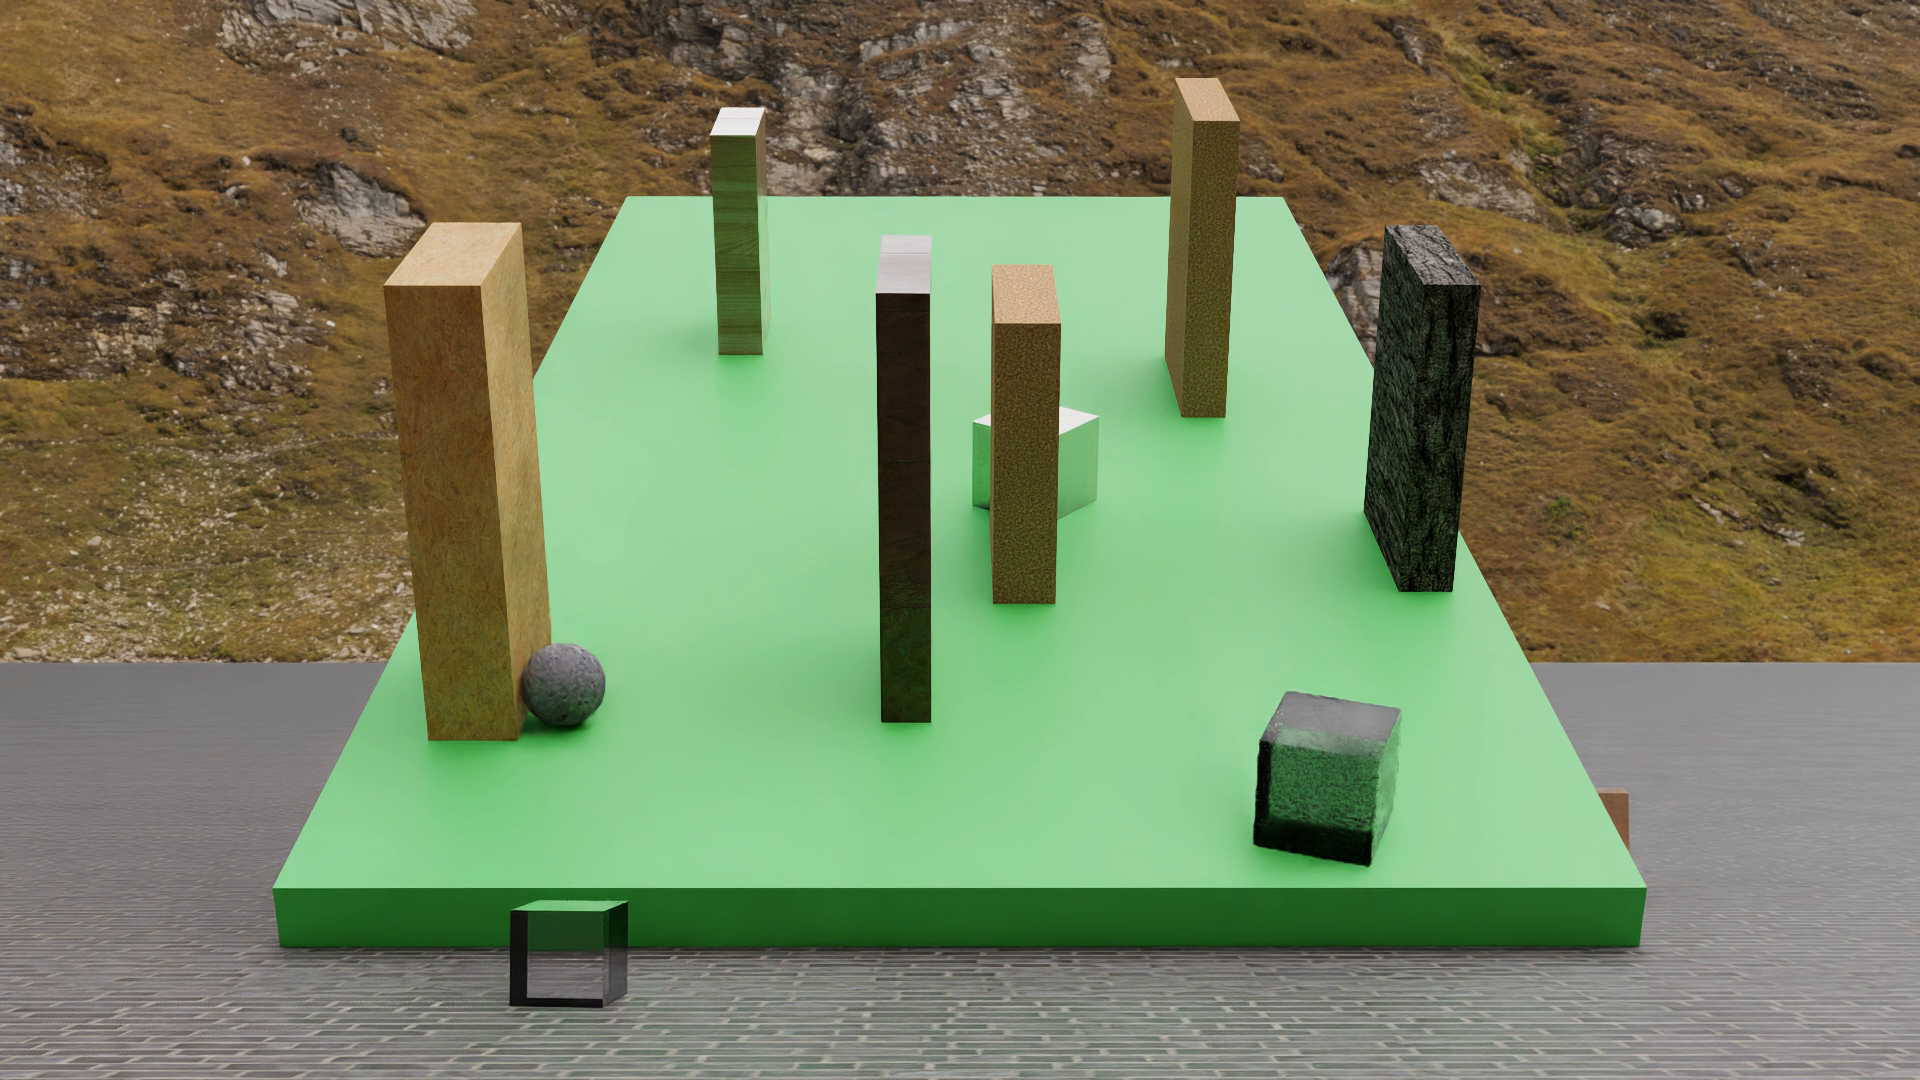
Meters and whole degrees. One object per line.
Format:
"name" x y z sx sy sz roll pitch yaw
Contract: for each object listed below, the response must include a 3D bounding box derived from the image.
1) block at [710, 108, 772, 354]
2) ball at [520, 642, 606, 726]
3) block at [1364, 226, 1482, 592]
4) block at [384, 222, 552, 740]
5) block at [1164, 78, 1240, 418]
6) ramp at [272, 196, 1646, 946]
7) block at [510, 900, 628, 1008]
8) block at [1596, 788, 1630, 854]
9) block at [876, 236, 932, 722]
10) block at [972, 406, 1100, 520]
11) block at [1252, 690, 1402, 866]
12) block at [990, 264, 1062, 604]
"block" -0.534 -0.758 5.658 0.106 0.541 0.296 0 23 0
"ball" -0.655 0.238 3.814 0.139 0.139 0.139 0 -3 0
"block" 0.874 -0.256 4.403 0.101 0.598 0.402 0 23 0
"block" -0.797 -0.098 3.793 0.146 0.772 0.360 0 23 0
"block" 0.550 -0.675 5.295 0.100 0.676 0.448 0 23 0
"ramp" -0.007 -0.225 5.222 2.000 0.100 4.000 0 23 0
"block" -0.485 0.513 2.872 0.117 0.117 0.117 0 -3 6
"block" 1.156 0.556 4.319 0.176 0.176 0.176 -1 -3 14
"block" -0.089 -0.103 3.849 0.084 0.741 0.334 0 23 0
"block" 0.154 -0.161 4.706 0.183 0.183 0.183 17 28 35
"block" 0.555 0.358 3.486 0.178 0.178 0.178 8 24 19
"block" 0.119 -0.204 4.346 0.116 0.543 0.373 0 23 0
